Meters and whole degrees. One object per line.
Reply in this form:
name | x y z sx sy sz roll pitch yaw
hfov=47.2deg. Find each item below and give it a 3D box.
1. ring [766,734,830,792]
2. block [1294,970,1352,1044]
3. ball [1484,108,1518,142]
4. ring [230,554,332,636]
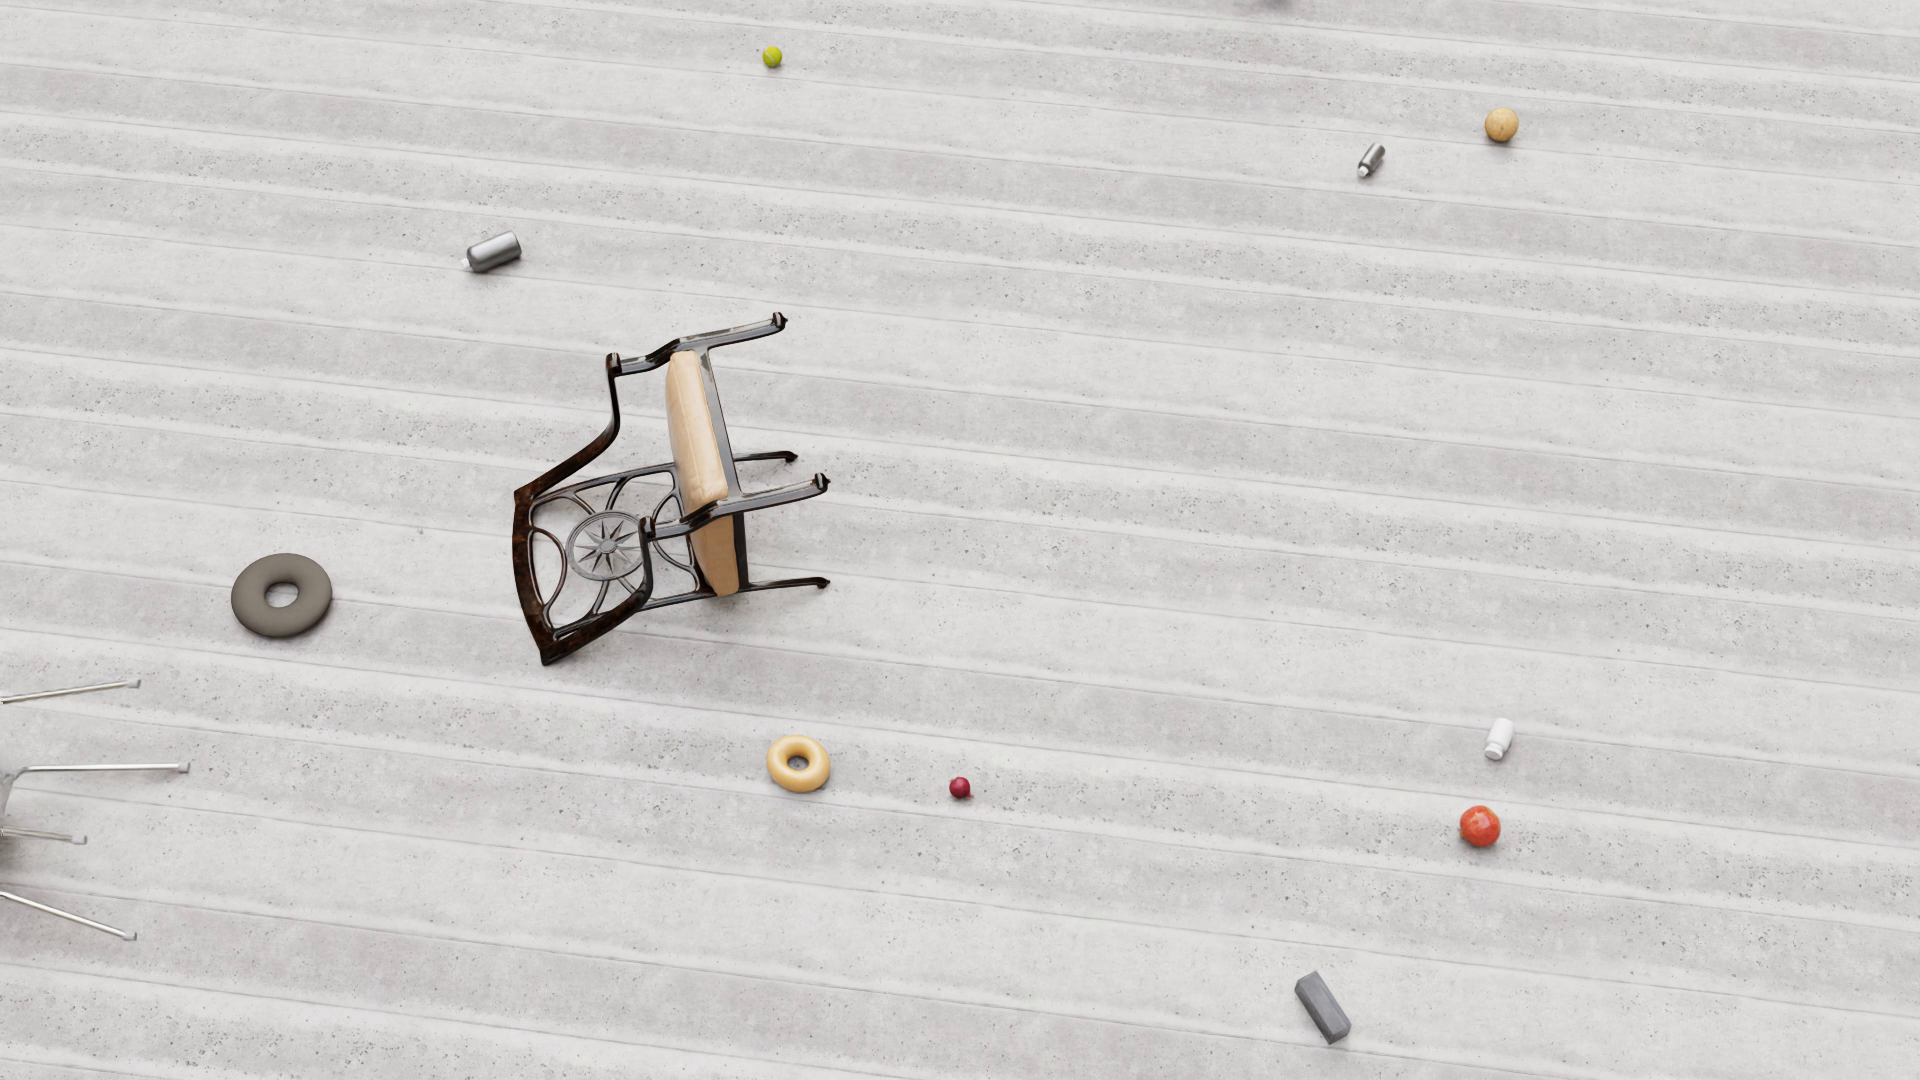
ring | -0.449 0.620 6.113 0.186 0.076 0.161 24 61 14
block | 0.943 1.215 5.715 0.058 0.073 0.169 -24 59 -15
ball | 1.835 -1.408 7.451 0.113 0.113 0.113 0 56 0
ring | -1.982 0.160 6.425 0.296 0.070 0.279 20 59 12
